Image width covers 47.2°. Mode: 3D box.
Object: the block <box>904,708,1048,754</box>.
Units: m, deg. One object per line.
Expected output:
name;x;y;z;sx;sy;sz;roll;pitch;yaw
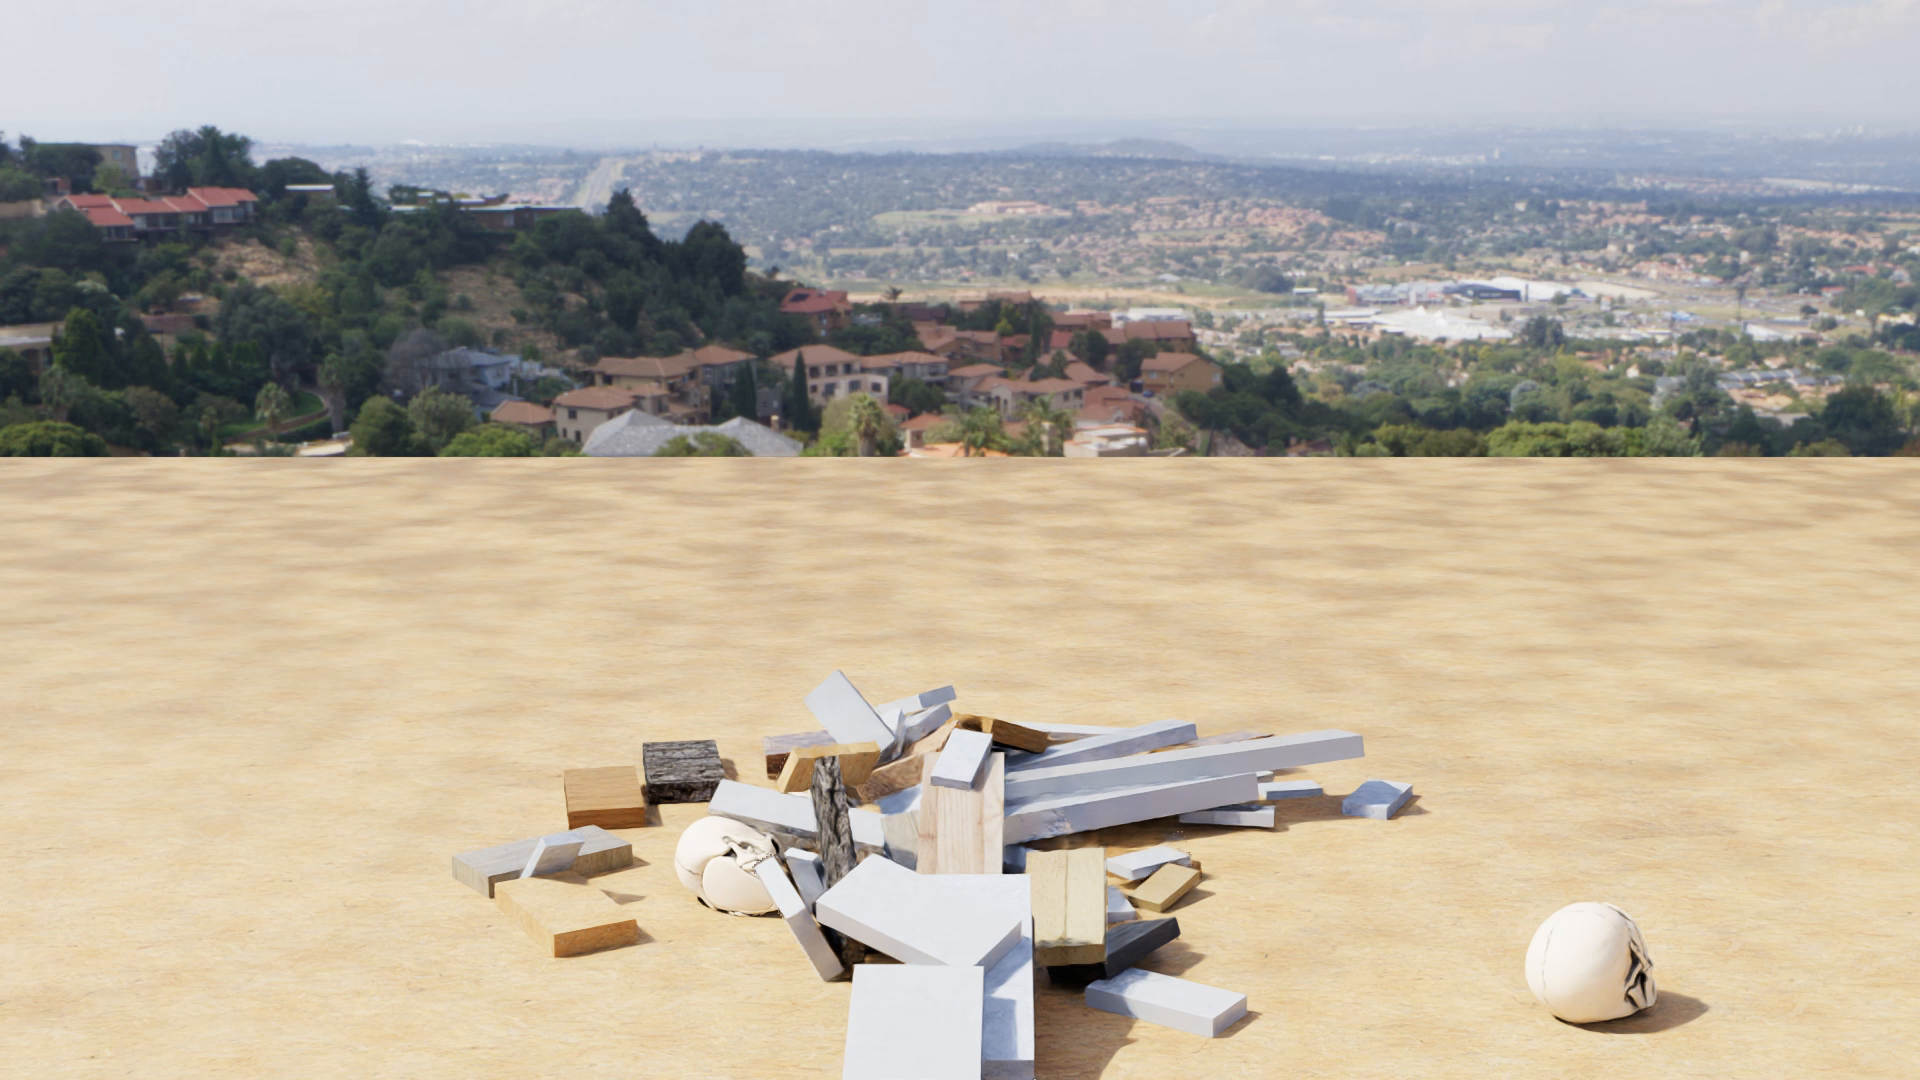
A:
block;0.025;0.375;4.368;0.145;0.041;0.291;19;-10;-37

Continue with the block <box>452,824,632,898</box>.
block;-0.716;0.550;3.777;0.273;0.039;0.136;-8;13;-38

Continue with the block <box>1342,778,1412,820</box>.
block;0.789;0.488;4.150;0.085;0.024;0.170;5;12;27

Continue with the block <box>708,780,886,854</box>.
block;-0.264;0.458;3.644;0.299;0.020;0.070;11;40;9

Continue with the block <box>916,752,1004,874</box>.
block;-0.001;0.525;3.301;0.129;0.037;0.644;0;31;1

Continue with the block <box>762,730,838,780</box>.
block;-0.202;0.401;4.224;0.347;0.049;0.174;-6;7;-7

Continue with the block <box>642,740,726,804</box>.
block;-0.542;0.452;4.301;0.145;0.041;0.291;-2;11;-10

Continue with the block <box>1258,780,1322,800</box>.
block;0.632;0.480;4.220;0.113;0.016;0.056;-2;11;-13

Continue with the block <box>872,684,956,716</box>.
block;-0.119;0.324;4.256;0.208;0.029;0.104;-19;-4;39

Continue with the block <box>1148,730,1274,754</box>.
block;0.497;0.414;4.352;0.226;0.032;0.113;-7;3;-27

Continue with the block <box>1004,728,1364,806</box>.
block;0.378;0.421;4.063;0.724;0.041;0.145;-7;1;-11

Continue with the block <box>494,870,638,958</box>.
block;-0.635;0.597;3.527;0.136;0.039;0.273;-6;12;-30

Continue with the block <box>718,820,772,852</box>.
block;-0.383;0.524;3.959;0.083;0.024;0.167;0;11;1

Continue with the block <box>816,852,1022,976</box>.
block;-0.058;0.529;3.055;0.258;0.037;0.129;20;36;30

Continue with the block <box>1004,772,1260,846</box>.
block;0.271;0.480;3.990;0.525;0.049;0.174;-7;1;-24

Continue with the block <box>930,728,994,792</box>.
block;0.004;0.353;3.537;0.067;0.019;0.133;8;32;14

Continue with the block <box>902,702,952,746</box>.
block;-0.092;0.351;4.097;0.104;0.029;0.208;-21;2;16

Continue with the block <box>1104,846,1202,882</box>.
block;0.317;0.560;3.763;0.170;0.024;0.085;6;12;28

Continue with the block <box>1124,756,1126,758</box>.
block;0.310;0.449;4.374;0.072;0.020;0.143;-10;15;-44

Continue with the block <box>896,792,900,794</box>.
block;-0.056;0.497;3.968;0.083;0.024;0.166;6;22;-18

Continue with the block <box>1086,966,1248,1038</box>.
block;0.298;0.666;3.180;0.209;0.030;0.104;7;13;34

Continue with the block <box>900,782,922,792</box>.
block;-0.025;0.471;3.833;0.161;0.046;0.322;-21;18;9

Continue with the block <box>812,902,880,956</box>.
block;-0.176;0.606;3.445;0.070;0.020;0.140;-6;24;-22

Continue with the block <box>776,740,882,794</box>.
block;-0.220;0.382;3.699;0.165;0.082;0.023;-2;42;-36

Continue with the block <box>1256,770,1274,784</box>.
block;0.518;0.468;4.261;0.170;0.024;0.085;-8;13;-37

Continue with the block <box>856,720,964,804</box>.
block;-0.084;0.393;3.927;0.161;0.046;0.322;-21;2;7

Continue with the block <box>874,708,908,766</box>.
block;-0.153;0.361;3.931;0.104;0.029;0.208;-23;11;6

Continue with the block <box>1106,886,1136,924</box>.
block;0.241;0.595;3.593;0.062;0.017;0.123;-2;11;-11

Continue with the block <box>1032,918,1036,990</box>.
block;0.038;0.623;3.061;0.129;0.037;0.258;1;31;3

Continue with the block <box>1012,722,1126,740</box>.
block;0.210;0.398;4.562;0.560;0.016;0.056;3;12;-1

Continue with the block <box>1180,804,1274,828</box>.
block;0.491;0.503;4.039;0.170;0.024;0.085;2;3;9

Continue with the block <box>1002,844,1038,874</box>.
block;0.108;0.557;3.783;0.170;0.024;0.085;10;14;42

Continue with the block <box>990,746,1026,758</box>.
block;0.104;0.420;4.531;0.072;0.020;0.143;6;12;30

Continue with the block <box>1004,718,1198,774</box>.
block;0.257;0.416;4.332;0.416;0.032;0.113;-11;4;-20

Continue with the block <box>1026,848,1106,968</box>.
block;0.157;0.550;3.306;0.121;0.034;0.241;-5;27;7

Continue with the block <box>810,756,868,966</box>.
block;-0.183;0.486;3.344;0.034;0.291;0.121;-6;-30;-12

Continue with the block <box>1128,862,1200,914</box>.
block;0.338;0.575;3.635;0.062;0.017;0.123;10;26;36

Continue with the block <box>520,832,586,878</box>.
block;-0.677;0.532;3.642;0.070;0.139;0.020;-3;53;-34

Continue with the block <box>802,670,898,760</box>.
block;-0.190;0.314;3.829;0.165;0.082;0.023;49;5;17

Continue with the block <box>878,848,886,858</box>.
block;-0.123;0.558;3.790;0.067;0.019;0.133;2;11;10

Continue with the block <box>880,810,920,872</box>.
block;-0.049;0.531;3.392;0.082;0.023;0.386;-12;27;-8

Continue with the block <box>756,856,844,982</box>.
block;-0.249;0.581;3.383;0.034;0.121;0.241;-32;17;-9

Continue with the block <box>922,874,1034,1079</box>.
block;0.013;0.598;3.020;0.172;0.049;0.374;0;31;1

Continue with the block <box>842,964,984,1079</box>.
block;-0.059;0.672;2.793;0.172;0.049;0.345;0;29;2

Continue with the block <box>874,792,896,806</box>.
block;-0.090;0.442;4.231;0.174;0.049;0.347;-5;7;-6

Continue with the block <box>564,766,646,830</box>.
block;-0.671;0.484;4.133;0.136;0.039;0.273;-2;11;-12

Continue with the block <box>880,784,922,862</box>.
block;-0.040;0.503;3.628;0.161;0.046;0.322;-23;25;5

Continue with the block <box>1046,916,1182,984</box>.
block;0.234;0.619;3.323;0.104;0.030;0.209;-16;0;38

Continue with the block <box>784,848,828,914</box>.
block;-0.236;0.553;3.534;0.062;0.123;0.017;6;36;39

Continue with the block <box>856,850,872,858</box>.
block;-0.158;0.531;3.923;0.167;0.024;0.083;-10;14;-43

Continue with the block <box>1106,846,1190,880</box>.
block;0.318;0.545;3.715;0.133;0.019;0.067;-6;13;-37
